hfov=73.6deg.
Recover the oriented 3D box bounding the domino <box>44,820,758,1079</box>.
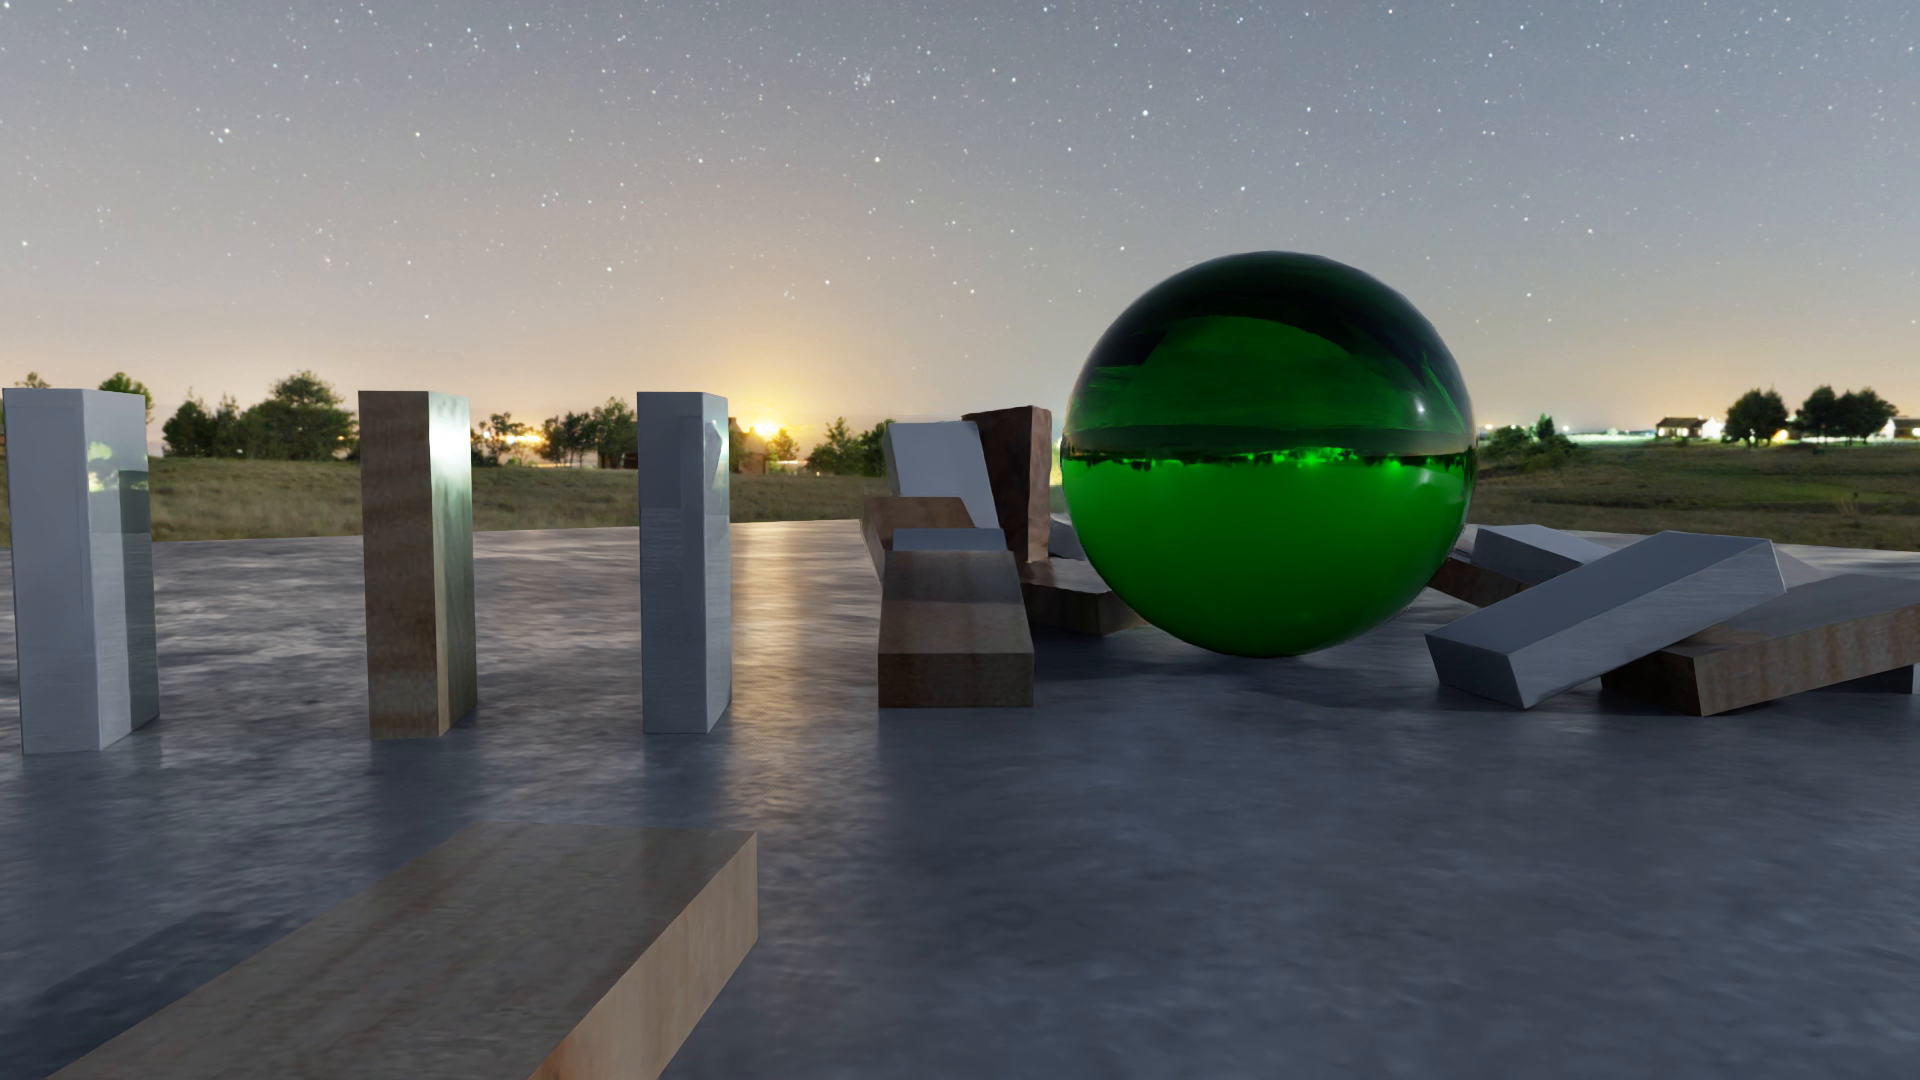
[{"bbox_3d":[-0.033,0.031,0.087,0.025,0.010,0.050,1,4,7],"label":"domino"}]

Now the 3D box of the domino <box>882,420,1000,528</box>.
[{"bbox_3d":[-0.004,-0.008,0.343,0.025,0.050,0.009,-4,-25,-17],"label":"domino"}]

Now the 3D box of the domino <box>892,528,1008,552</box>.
[{"bbox_3d":[-0.002,0.011,0.269,0.025,0.009,0.050,0,21,-2],"label":"domino"}]

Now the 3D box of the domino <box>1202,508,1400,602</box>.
[{"bbox_3d":[0.099,0.004,0.370,0.050,0.009,0.025,22,16,34],"label":"domino"}]

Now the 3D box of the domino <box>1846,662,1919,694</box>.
[{"bbox_3d":[0.182,0.020,0.237,0.050,0.009,0.025,-1,4,-16],"label":"domino"}]

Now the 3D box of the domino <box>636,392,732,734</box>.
[{"bbox_3d":[-0.042,0.003,0.199,0.009,0.050,0.025,0,4,-2],"label":"domino"}]

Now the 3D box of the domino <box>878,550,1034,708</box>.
[{"bbox_3d":[-0.001,0.015,0.230,0.025,0.009,0.050,0,19,-2],"label":"domino"}]

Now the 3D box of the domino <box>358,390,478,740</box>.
[{"bbox_3d":[-0.082,0.003,0.196,0.009,0.050,0.025,-1,4,-9],"label":"domino"}]

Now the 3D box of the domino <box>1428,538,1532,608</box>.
[{"bbox_3d":[0.130,0.005,0.349,0.025,0.009,0.050,-4,21,-40],"label":"domino"}]

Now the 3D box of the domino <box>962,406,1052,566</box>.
[{"bbox_3d":[0.012,-0.011,0.356,0.025,0.050,0.009,-3,-8,40],"label":"domino"}]

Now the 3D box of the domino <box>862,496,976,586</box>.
[{"bbox_3d":[-0.007,0.005,0.309,0.025,0.009,0.050,-1,28,-14],"label":"domino"}]

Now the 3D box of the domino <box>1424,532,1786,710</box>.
[{"bbox_3d":[0.109,0.013,0.219,0.050,0.009,0.025,-22,7,-8],"label":"domino"}]

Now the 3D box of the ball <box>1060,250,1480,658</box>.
[{"bbox_3d":[0.060,-0.017,0.255,0.080,0.080,0.080,0,4,0],"label":"ball"}]

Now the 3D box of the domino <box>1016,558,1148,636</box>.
[{"bbox_3d":[0.028,0.013,0.311,0.025,0.009,0.050,-12,10,-31],"label":"domino"}]

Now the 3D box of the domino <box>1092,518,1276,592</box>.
[{"bbox_3d":[0.068,0.004,0.389,0.050,0.010,0.025,17,13,36],"label":"domino"}]

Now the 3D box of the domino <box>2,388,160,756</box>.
[{"bbox_3d":[-0.127,0.004,0.187,0.009,0.050,0.025,-1,4,-16],"label":"domino"}]

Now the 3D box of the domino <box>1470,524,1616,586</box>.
[{"bbox_3d":[0.156,0.008,0.316,0.025,0.009,0.050,-3,19,-33],"label":"domino"}]

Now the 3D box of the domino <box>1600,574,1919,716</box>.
[{"bbox_3d":[0.137,0.017,0.215,0.050,0.009,0.025,-12,6,-6],"label":"domino"}]

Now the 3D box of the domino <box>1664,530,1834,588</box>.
[{"bbox_3d":[0.178,0.010,0.284,0.025,0.009,0.050,9,15,3],"label":"domino"}]

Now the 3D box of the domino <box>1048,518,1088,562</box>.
[{"bbox_3d":[0.017,-0.002,0.383,0.050,0.009,0.025,19,-11,4],"label":"domino"}]
